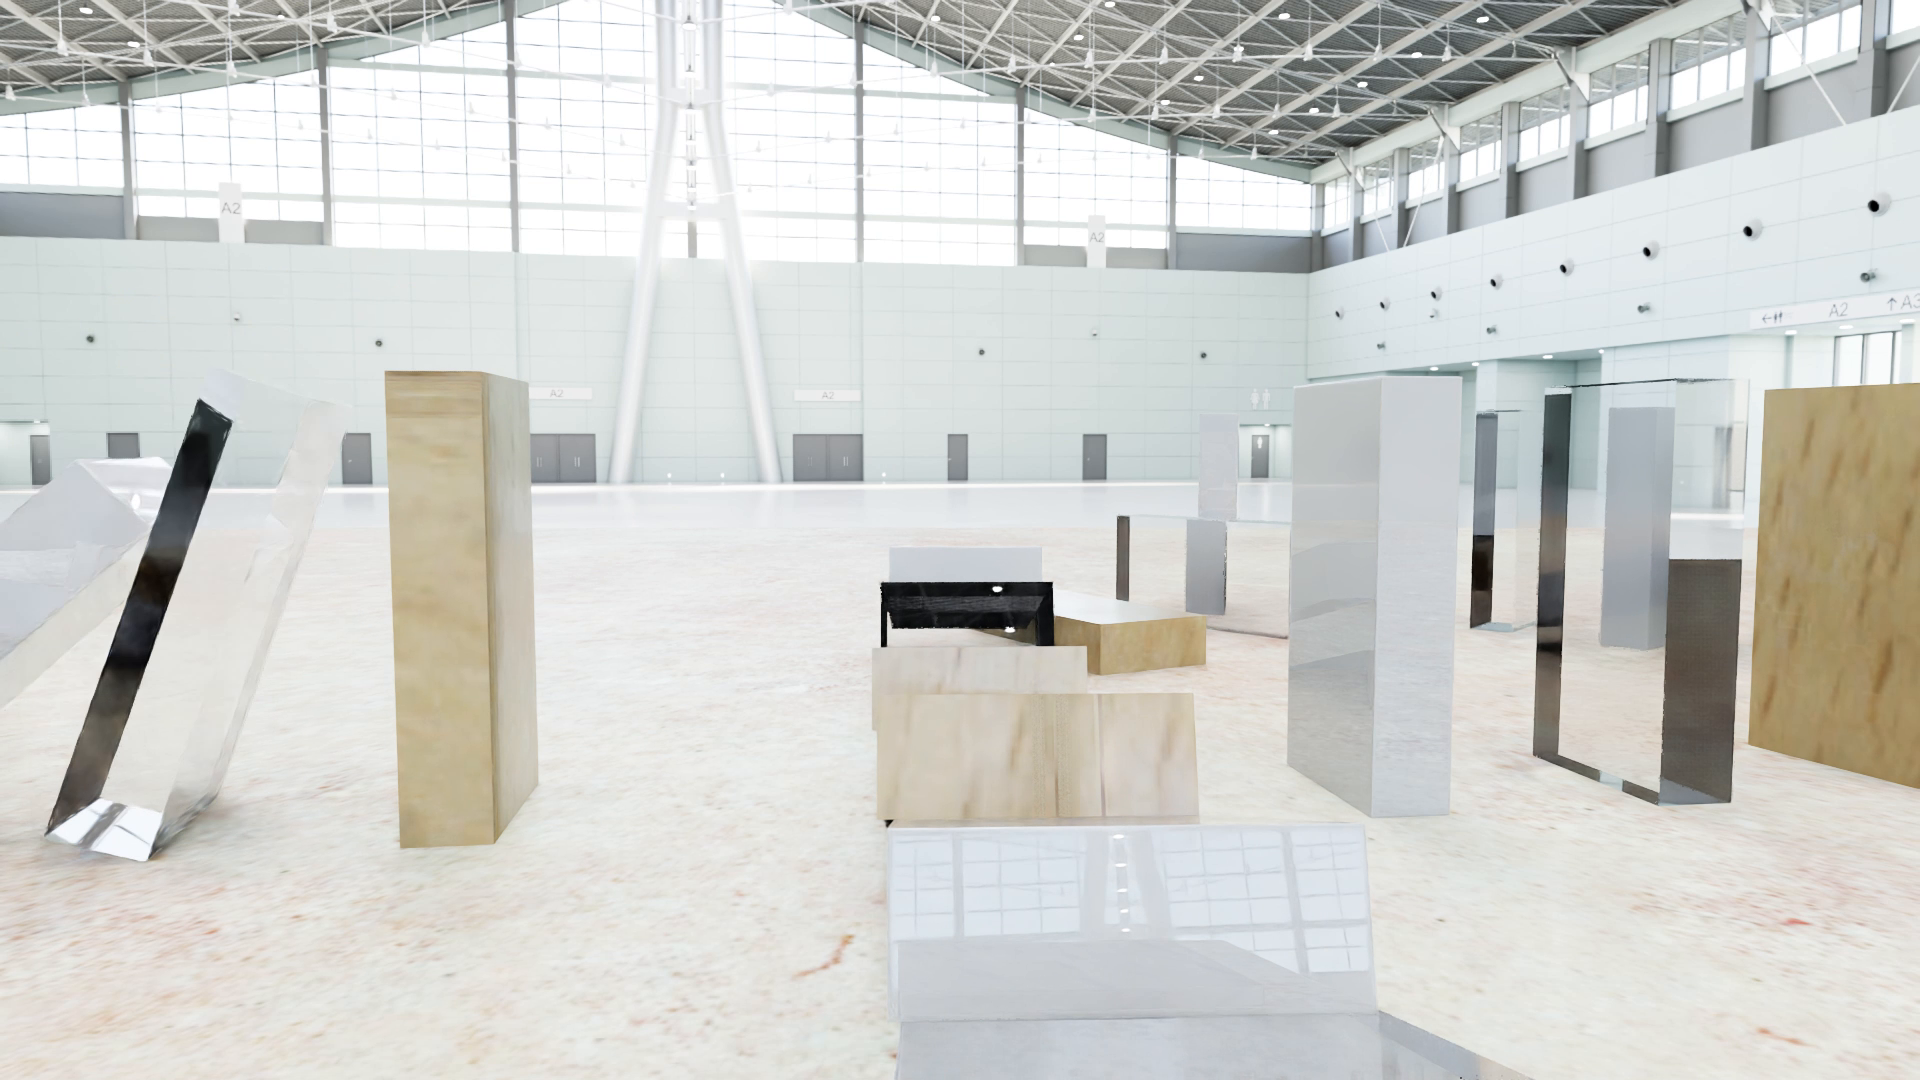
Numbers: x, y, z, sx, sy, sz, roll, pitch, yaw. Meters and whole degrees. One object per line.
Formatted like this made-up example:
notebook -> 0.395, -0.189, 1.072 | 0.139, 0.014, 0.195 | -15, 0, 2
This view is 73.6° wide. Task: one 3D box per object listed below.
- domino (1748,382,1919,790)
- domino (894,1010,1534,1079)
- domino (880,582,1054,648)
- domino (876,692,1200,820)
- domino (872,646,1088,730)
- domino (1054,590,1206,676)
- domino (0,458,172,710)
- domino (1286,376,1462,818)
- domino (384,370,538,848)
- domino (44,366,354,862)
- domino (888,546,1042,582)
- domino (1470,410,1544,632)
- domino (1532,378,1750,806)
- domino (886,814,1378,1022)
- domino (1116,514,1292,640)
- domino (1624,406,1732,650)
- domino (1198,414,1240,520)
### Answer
domino -> 0.120, 0.005, 0.169 | 0.009, 0.050, 0.025 | -1, 4, -16
domino -> 0.010, 0.027, 0.055 | 0.025, 0.009, 0.050 | 0, -12, -1
domino -> 0.000, 0.016, 0.209 | 0.025, 0.009, 0.050 | 0, -11, -1
domino -> 0.005, 0.022, 0.124 | 0.025, 0.010, 0.050 | 0, -12, -2
domino -> 0.001, 0.020, 0.173 | 0.025, 0.010, 0.050 | 0, -7, -2
domino -> 0.024, 0.018, 0.263 | 0.025, 0.009, 0.050 | -2, 5, -29
domino -> -0.105, 0.012, 0.136 | 0.050, 0.010, 0.025 | -44, 14, -8
domino -> 0.050, 0.006, 0.157 | 0.009, 0.050, 0.025 | -1, 4, -8
domino -> -0.056, 0.007, 0.146 | 0.009, 0.050, 0.025 | -1, 4, -8
domino -> -0.083, 0.007, 0.142 | 0.009, 0.050, 0.025 | 19, -1, -16
domino -> 0.000, 0.011, 0.233 | 0.025, 0.009, 0.050 | 0, -11, -2
domino -> 0.129, -0.005, 0.300 | 0.009, 0.050, 0.025 | 4, 6, 40
domino -> 0.085, 0.005, 0.162 | 0.009, 0.050, 0.025 | -1, 4, -9
domino -> 0.008, 0.024, 0.090 | 0.025, 0.010, 0.050 | 0, -11, -2
domino -> 0.058, 0.008, 0.300 | 0.009, 0.025, 0.050 | -4, 6, -41
domino -> 0.154, -0.003, 0.275 | 0.025, 0.050, 0.009 | -3, 5, -38
domino -> 0.067, -0.007, 0.333 | 0.009, 0.050, 0.025 | 1, 4, 13
